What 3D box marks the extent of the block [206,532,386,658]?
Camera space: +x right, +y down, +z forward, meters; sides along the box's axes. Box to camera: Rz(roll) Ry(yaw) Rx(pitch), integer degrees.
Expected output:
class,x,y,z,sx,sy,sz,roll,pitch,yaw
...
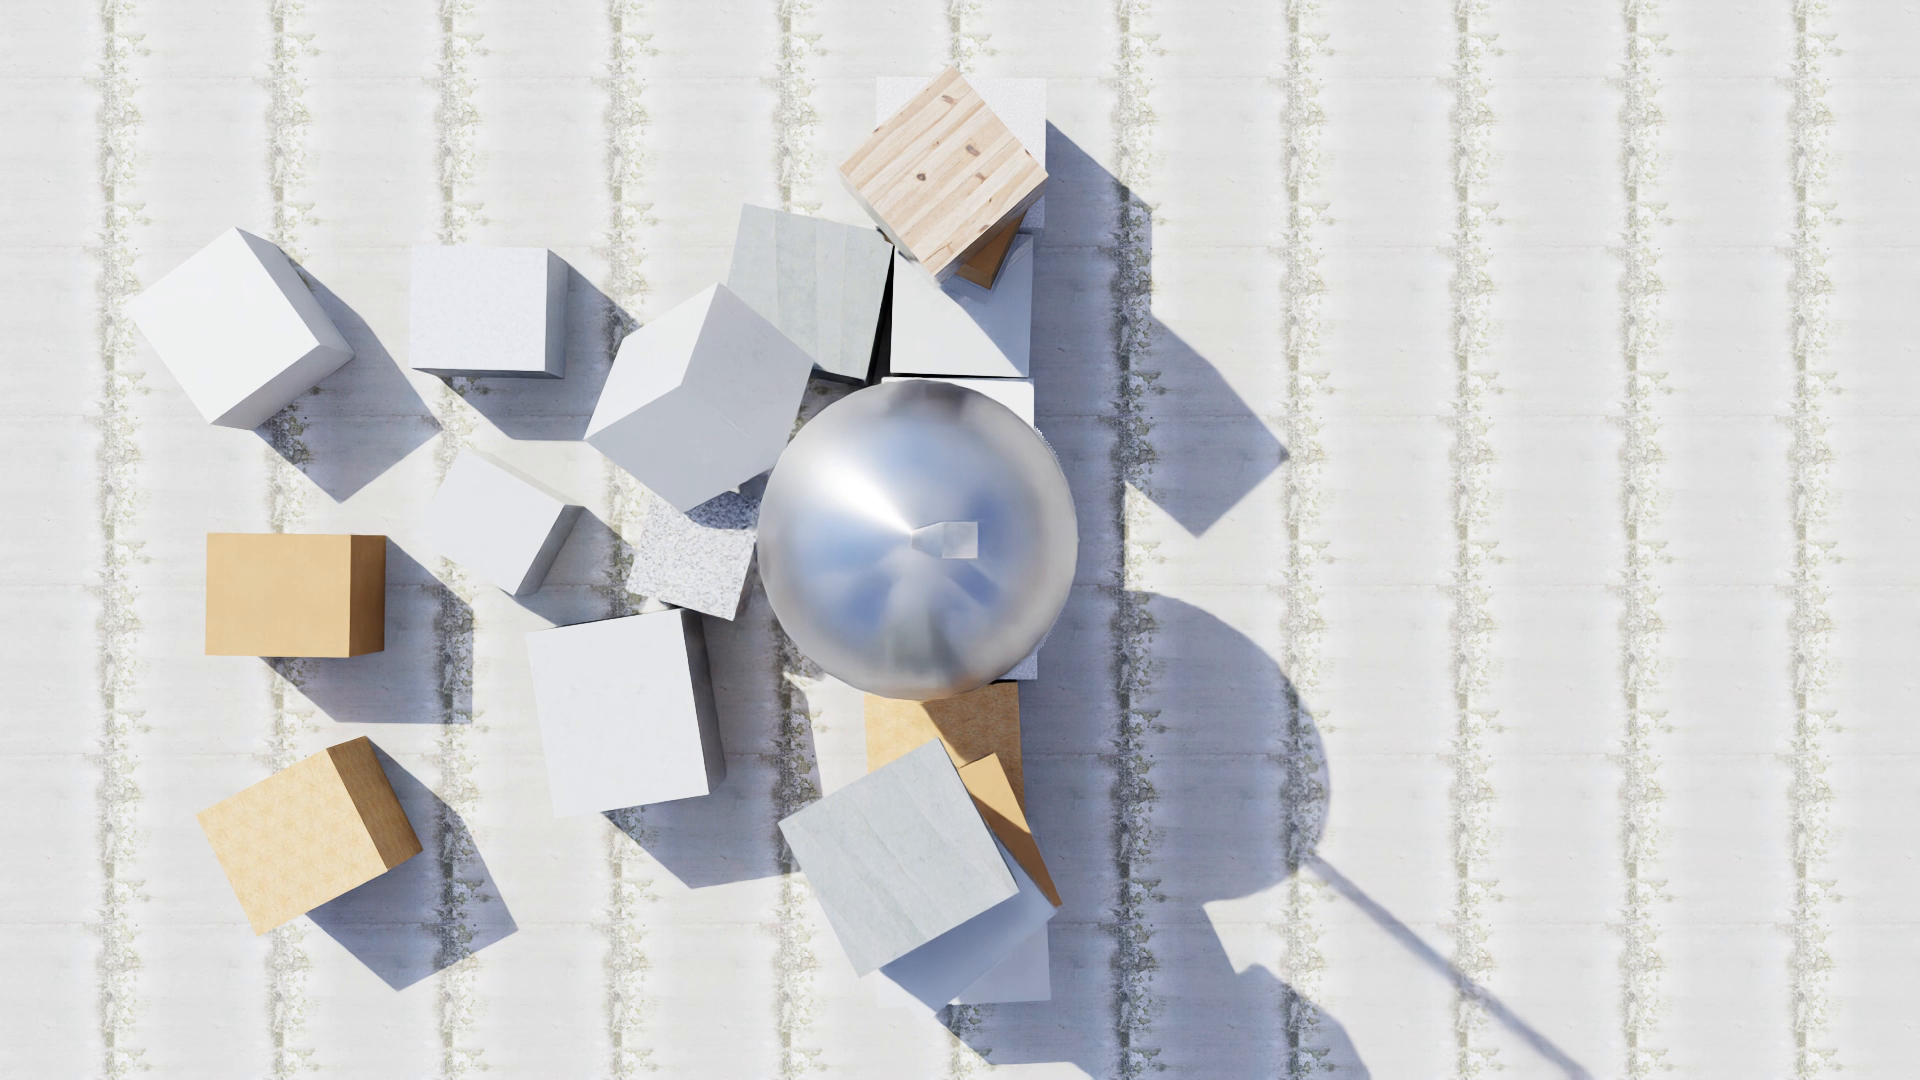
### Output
class,x,y,z,sx,sy,sz,roll,pitch,yaw
block,-3.799,0.307,12.623,0.801,0.753,0.683,1,90,0

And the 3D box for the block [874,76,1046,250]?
class,x,y,z,sx,sy,sz,roll,pitch,yaw
block,0.002,-2.122,12.515,0.926,0.970,0.815,1,90,0

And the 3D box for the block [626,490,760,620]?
class,x,y,z,sx,sy,sz,roll,pitch,yaw
block,-1.480,0.035,12.666,0.626,0.668,0.691,16,90,0

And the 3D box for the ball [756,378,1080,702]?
class,x,y,z,sx,sy,sz,roll,pitch,yaw
ball,-0.208,0.000,10.916,1.600,1.600,1.600,0,90,0

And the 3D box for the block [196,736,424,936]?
class,x,y,z,sx,sy,sz,roll,pitch,yaw
block,-3.703,1.676,12.590,0.810,0.820,0.761,-27,90,0

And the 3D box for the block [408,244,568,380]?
class,x,y,z,sx,sy,sz,roll,pitch,yaw
block,-2.707,-1.304,12.675,0.763,0.649,0.690,1,90,0

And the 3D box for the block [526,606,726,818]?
class,x,y,z,sx,sy,sz,roll,pitch,yaw
block,-1.884,0.954,12.539,0.858,0.921,1.031,-9,90,0

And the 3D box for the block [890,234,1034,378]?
class,x,y,z,sx,sy,sz,roll,pitch,yaw
block,0.012,-1.306,12.563,0.762,0.875,0.788,2,90,0

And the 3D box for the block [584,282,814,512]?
class,x,y,z,sx,sy,sz,roll,pitch,yaw
block,-1.415,-0.766,11.974,0.719,0.838,0.750,39,47,-29

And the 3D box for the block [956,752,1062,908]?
class,x,y,z,sx,sy,sz,roll,pitch,yaw
block,-0.071,1.693,11.604,0.922,0.936,0.835,-24,85,-2

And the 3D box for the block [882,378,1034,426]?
class,x,y,z,sx,sy,sz,roll,pitch,yaw
block,-0.014,-0.496,12.586,0.839,0.829,0.802,0,90,0

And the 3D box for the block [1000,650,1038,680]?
class,x,y,z,sx,sy,sz,roll,pitch,yaw
block,0.002,0.343,12.614,0.857,0.772,0.862,0,90,0

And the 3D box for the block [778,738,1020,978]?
class,x,y,z,sx,sy,sz,roll,pitch,yaw
block,-0.266,1.412,9.911,0.789,0.729,0.759,-28,85,-2

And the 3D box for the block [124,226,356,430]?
class,x,y,z,sx,sy,sz,roll,pitch,yaw
block,-4.114,-1.197,12.625,0.761,0.751,0.812,-36,90,0

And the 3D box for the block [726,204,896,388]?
class,x,y,z,sx,sy,sz,roll,pitch,yaw
block,-0.863,-1.380,12.601,0.860,0.799,0.825,11,90,0

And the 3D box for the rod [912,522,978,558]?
class,x,y,z,sx,sy,sz,roll,pitch,yaw
rod,-0.090,0.000,7.518,0.080,5.200,0.080,0,90,-2

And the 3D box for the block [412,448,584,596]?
class,x,y,z,sx,sy,sz,roll,pitch,yaw
block,-2.647,-0.105,12.665,0.659,0.670,0.585,29,90,0

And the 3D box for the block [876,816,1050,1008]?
class,x,y,z,sx,sy,sz,roll,pitch,yaw
block,0.001,2.101,12.539,0.954,0.922,0.897,-3,90,0

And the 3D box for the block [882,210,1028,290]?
class,x,y,z,sx,sy,sz,roll,pitch,yaw
block,0.008,-1.784,11.710,0.638,0.641,0.623,25,90,0

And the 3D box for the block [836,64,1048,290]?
class,x,y,z,sx,sy,sz,roll,pitch,yaw
block,-0.087,-1.815,11.086,0.753,0.607,0.729,-41,90,0

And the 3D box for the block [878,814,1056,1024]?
class,x,y,z,sx,sy,sz,roll,pitch,yaw
block,-0.109,1.730,10.689,0.813,0.881,0.789,-39,86,-3

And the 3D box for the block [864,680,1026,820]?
class,x,y,z,sx,sy,sz,roll,pitch,yaw
block,-0.084,1.227,12.576,0.855,0.848,0.833,-3,90,0
